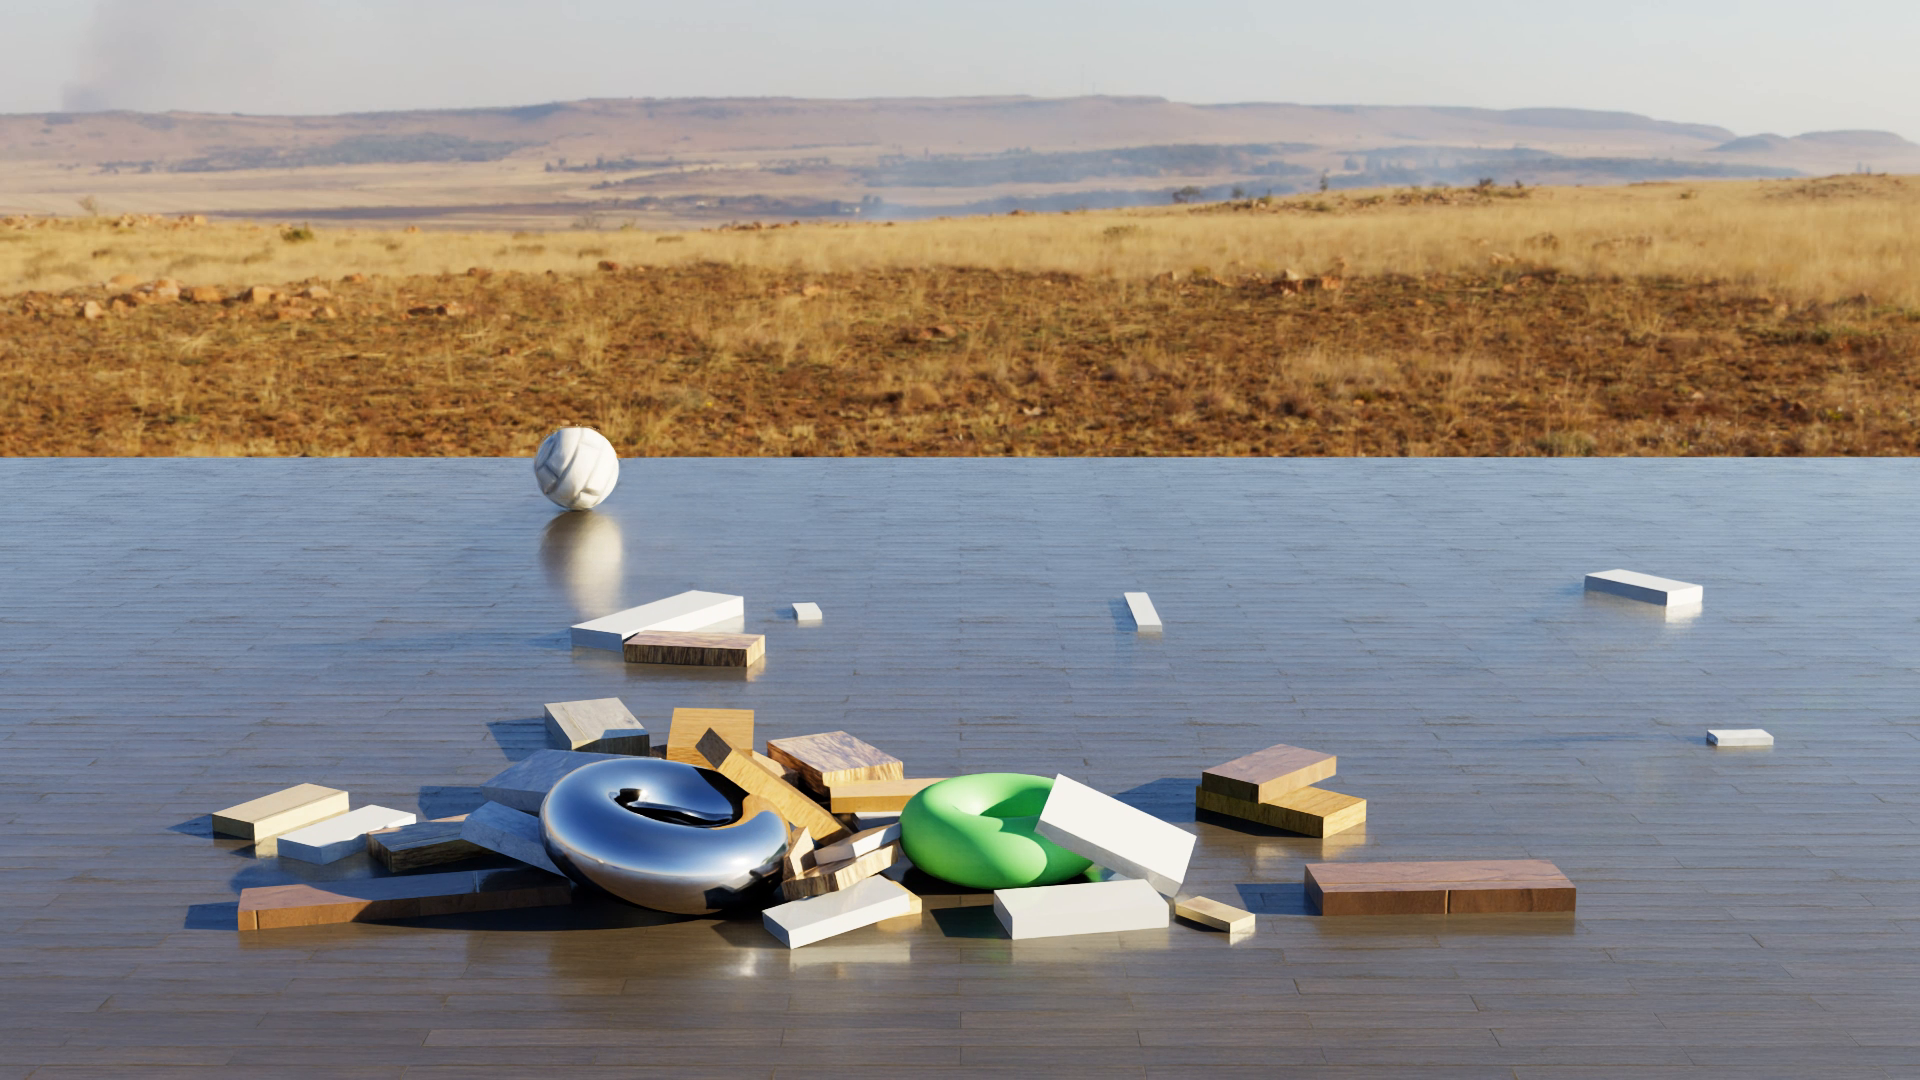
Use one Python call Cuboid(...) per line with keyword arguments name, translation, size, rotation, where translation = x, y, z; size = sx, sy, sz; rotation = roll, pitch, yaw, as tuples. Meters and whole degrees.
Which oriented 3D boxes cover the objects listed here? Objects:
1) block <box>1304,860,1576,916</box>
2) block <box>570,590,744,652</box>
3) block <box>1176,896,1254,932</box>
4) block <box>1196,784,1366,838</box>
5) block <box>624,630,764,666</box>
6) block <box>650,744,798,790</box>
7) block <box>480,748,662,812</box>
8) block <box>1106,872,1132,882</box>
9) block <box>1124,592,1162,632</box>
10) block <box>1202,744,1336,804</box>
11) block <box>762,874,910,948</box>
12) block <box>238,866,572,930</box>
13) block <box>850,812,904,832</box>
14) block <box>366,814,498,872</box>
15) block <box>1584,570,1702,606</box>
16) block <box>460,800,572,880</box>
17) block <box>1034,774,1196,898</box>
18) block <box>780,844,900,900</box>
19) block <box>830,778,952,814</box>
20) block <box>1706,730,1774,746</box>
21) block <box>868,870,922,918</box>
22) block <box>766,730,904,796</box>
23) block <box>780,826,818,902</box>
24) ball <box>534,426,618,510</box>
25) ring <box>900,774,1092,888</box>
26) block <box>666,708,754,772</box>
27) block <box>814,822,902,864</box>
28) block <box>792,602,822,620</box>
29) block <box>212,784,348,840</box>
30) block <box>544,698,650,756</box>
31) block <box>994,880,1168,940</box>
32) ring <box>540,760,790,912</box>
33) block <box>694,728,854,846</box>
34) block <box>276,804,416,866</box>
Cuboid(name="block", translation=(0.792, 0.575, 3.641), size=(0.416, 0.040, 0.141), rotation=(-1, 11, -3))
Cuboid(name="block", translation=(-0.768, 0.204, 5.620), size=(0.162, 0.046, 0.505), rotation=(6, 12, 29))
Cuboid(name="block", translation=(0.411, 0.604, 3.549), size=(0.058, 0.017, 0.117), rotation=(-9, 14, -41))
Cuboid(name="block", translation=(0.596, 0.490, 4.096), size=(0.283, 0.040, 0.141), rotation=(9, 14, 41))
Cuboid(name="block", translation=(-0.641, 0.261, 5.321), size=(0.306, 0.043, 0.153), rotation=(2, 11, 11))
Cuboid(name="block", translation=(-0.464, 0.450, 4.300), size=(0.158, 0.045, 0.316), rotation=(-7, 13, -34))
Cuboid(name="block", translation=(-0.716, 0.448, 4.062), size=(0.367, 0.043, 0.153), rotation=(-2, 22, 44))
Cuboid(name="block", translation=(0.300, 0.570, 3.728), size=(0.061, 0.017, 0.122), rotation=(5, 12, 25))
Cuboid(name="block", translation=(0.479, 0.188, 5.786), size=(0.061, 0.017, 0.396), rotation=(0, 11, -1))
Cuboid(name="block", translation=(0.586, 0.440, 4.157), size=(0.128, 0.036, 0.256), rotation=(9, 14, 42))
Cuboid(name="block", translation=(-0.198, 0.592, 3.508), size=(0.210, 0.030, 0.105), rotation=(-13, 15, -26))
Cuboid(name="block", translation=(-0.907, 0.585, 3.611), size=(0.523, 0.032, 0.112), rotation=(-3, 11, -14))
Cuboid(name="block", translation=(-0.114, 0.508, 4.050), size=(0.161, 0.023, 0.081), rotation=(-3, 11, -14))
Cuboid(name="block", translation=(-0.900, 0.529, 3.895), size=(0.263, 0.037, 0.131), rotation=(-7, 13, -33))
Cuboid(name="block", translation=(1.873, 0.130, 6.035), size=(0.141, 0.040, 0.283), rotation=(-7, 13, -33))
Cuboid(name="block", translation=(-0.698, 0.516, 3.715), size=(0.263, 0.037, 0.131), rotation=(19, 7, 4))
Cuboid(name="block", translation=(0.261, 0.496, 3.696), size=(0.257, 0.036, 0.128), rotation=(24, 34, 4))
Cuboid(name="block", translation=(-0.196, 0.548, 3.631), size=(0.105, 0.030, 0.210), rotation=(-14, -1, 26))
Cuboid(name="block", translation=(-0.126, 0.474, 4.085), size=(0.229, 0.030, 0.105), rotation=(-1, 10, -5))
Cuboid(name="block", translation=(1.626, 0.412, 4.585), size=(0.117, 0.017, 0.058), rotation=(-1, 11, -3))
Cuboid(name="block", translation=(-0.133, 0.586, 3.631), size=(0.078, 0.022, 0.157), rotation=(-5, 12, -26))
Cuboid(name="block", translation=(-0.248, 0.436, 4.309), size=(0.162, 0.046, 0.323), rotation=(-6, 8, -23))
Cuboid(name="block", translation=(-0.269, 0.544, 3.687), size=(0.023, 0.081, 0.161), rotation=(-16, 8, 9))
Cuboid(name="ball", translation=(-1.286, -0.241, 7.381), size=(0.278, 0.278, 0.278), rotation=(0, 11, 0))
Cuboid(name="ring", translation=(0.073, 0.502, 3.814), size=(0.363, 0.121, 0.363), rotation=(0, 12, 0))
Cuboid(name="block", translation=(-0.490, 0.393, 4.339), size=(0.162, 0.046, 0.323), rotation=(2, 9, -5))
Cuboid(name="block", translation=(-0.170, 0.514, 3.728), size=(0.081, 0.023, 0.161), rotation=(-16, -2, 29))
Cuboid(name="block", translation=(-0.404, 0.187, 5.789), size=(0.061, 0.017, 0.122), rotation=(-2, 11, -12))
Cuboid(name="block", translation=(-1.254, 0.501, 4.064), size=(0.112, 0.032, 0.223), rotation=(6, 12, 30))
Cuboid(name="block", translation=(-0.761, 0.395, 4.595), size=(0.158, 0.045, 0.316), rotation=(-4, 11, -20))
Cuboid(name="block", translation=(0.194, 0.594, 3.546), size=(0.257, 0.036, 0.128), rotation=(-2, 11, -12))
Cuboid(name="ring", translation=(-0.488, 0.489, 3.663), size=(0.428, 0.143, 0.428), rotation=(12, 13, -3))
Cuboid(name="block", translation=(-0.312, 0.445, 3.823), size=(0.306, 0.043, 0.153), rotation=(39, -5, -23))
Cuboid(name="block", translation=(-1.094, 0.526, 3.929), size=(0.112, 0.032, 0.223), rotation=(6, 12, 31))
